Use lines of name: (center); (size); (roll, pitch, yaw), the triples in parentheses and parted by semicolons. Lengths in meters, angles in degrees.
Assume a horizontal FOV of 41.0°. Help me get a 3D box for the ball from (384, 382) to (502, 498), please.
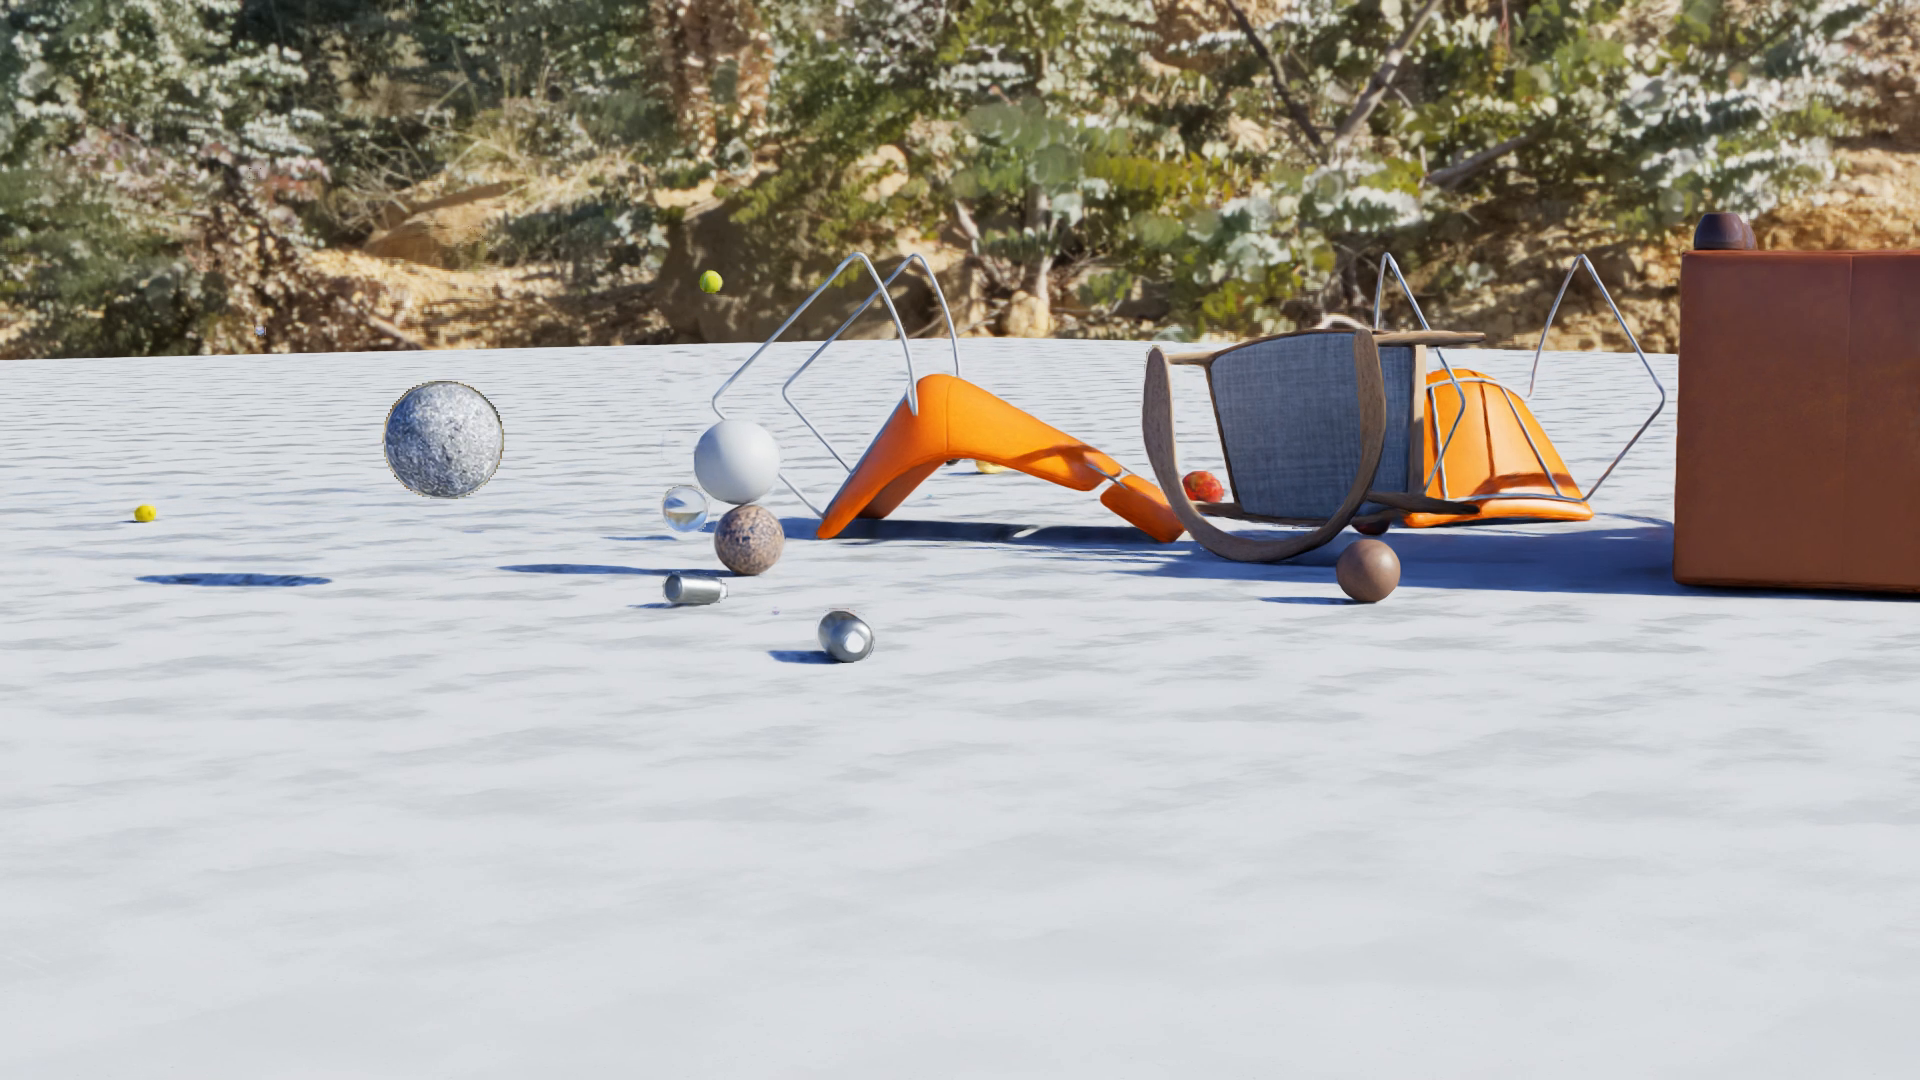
ball: (-1.090, -0.211, 5.414); (0.242, 0.242, 0.242); (0, 6, 0)

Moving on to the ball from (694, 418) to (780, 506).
ball: (-0.492, -0.172, 5.659); (0.191, 0.191, 0.191); (0, 6, 0)

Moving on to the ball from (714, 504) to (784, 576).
ball: (-0.465, -0.001, 5.656); (0.157, 0.157, 0.157); (0, 6, 0)

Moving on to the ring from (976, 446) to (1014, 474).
ring: (0.117, -0.268, 8.544); (0.049, 0.112, 0.196); (52, 26, 22)

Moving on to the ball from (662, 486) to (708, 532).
ball: (-0.686, -0.076, 6.410); (0.115, 0.115, 0.115); (0, 6, 0)
